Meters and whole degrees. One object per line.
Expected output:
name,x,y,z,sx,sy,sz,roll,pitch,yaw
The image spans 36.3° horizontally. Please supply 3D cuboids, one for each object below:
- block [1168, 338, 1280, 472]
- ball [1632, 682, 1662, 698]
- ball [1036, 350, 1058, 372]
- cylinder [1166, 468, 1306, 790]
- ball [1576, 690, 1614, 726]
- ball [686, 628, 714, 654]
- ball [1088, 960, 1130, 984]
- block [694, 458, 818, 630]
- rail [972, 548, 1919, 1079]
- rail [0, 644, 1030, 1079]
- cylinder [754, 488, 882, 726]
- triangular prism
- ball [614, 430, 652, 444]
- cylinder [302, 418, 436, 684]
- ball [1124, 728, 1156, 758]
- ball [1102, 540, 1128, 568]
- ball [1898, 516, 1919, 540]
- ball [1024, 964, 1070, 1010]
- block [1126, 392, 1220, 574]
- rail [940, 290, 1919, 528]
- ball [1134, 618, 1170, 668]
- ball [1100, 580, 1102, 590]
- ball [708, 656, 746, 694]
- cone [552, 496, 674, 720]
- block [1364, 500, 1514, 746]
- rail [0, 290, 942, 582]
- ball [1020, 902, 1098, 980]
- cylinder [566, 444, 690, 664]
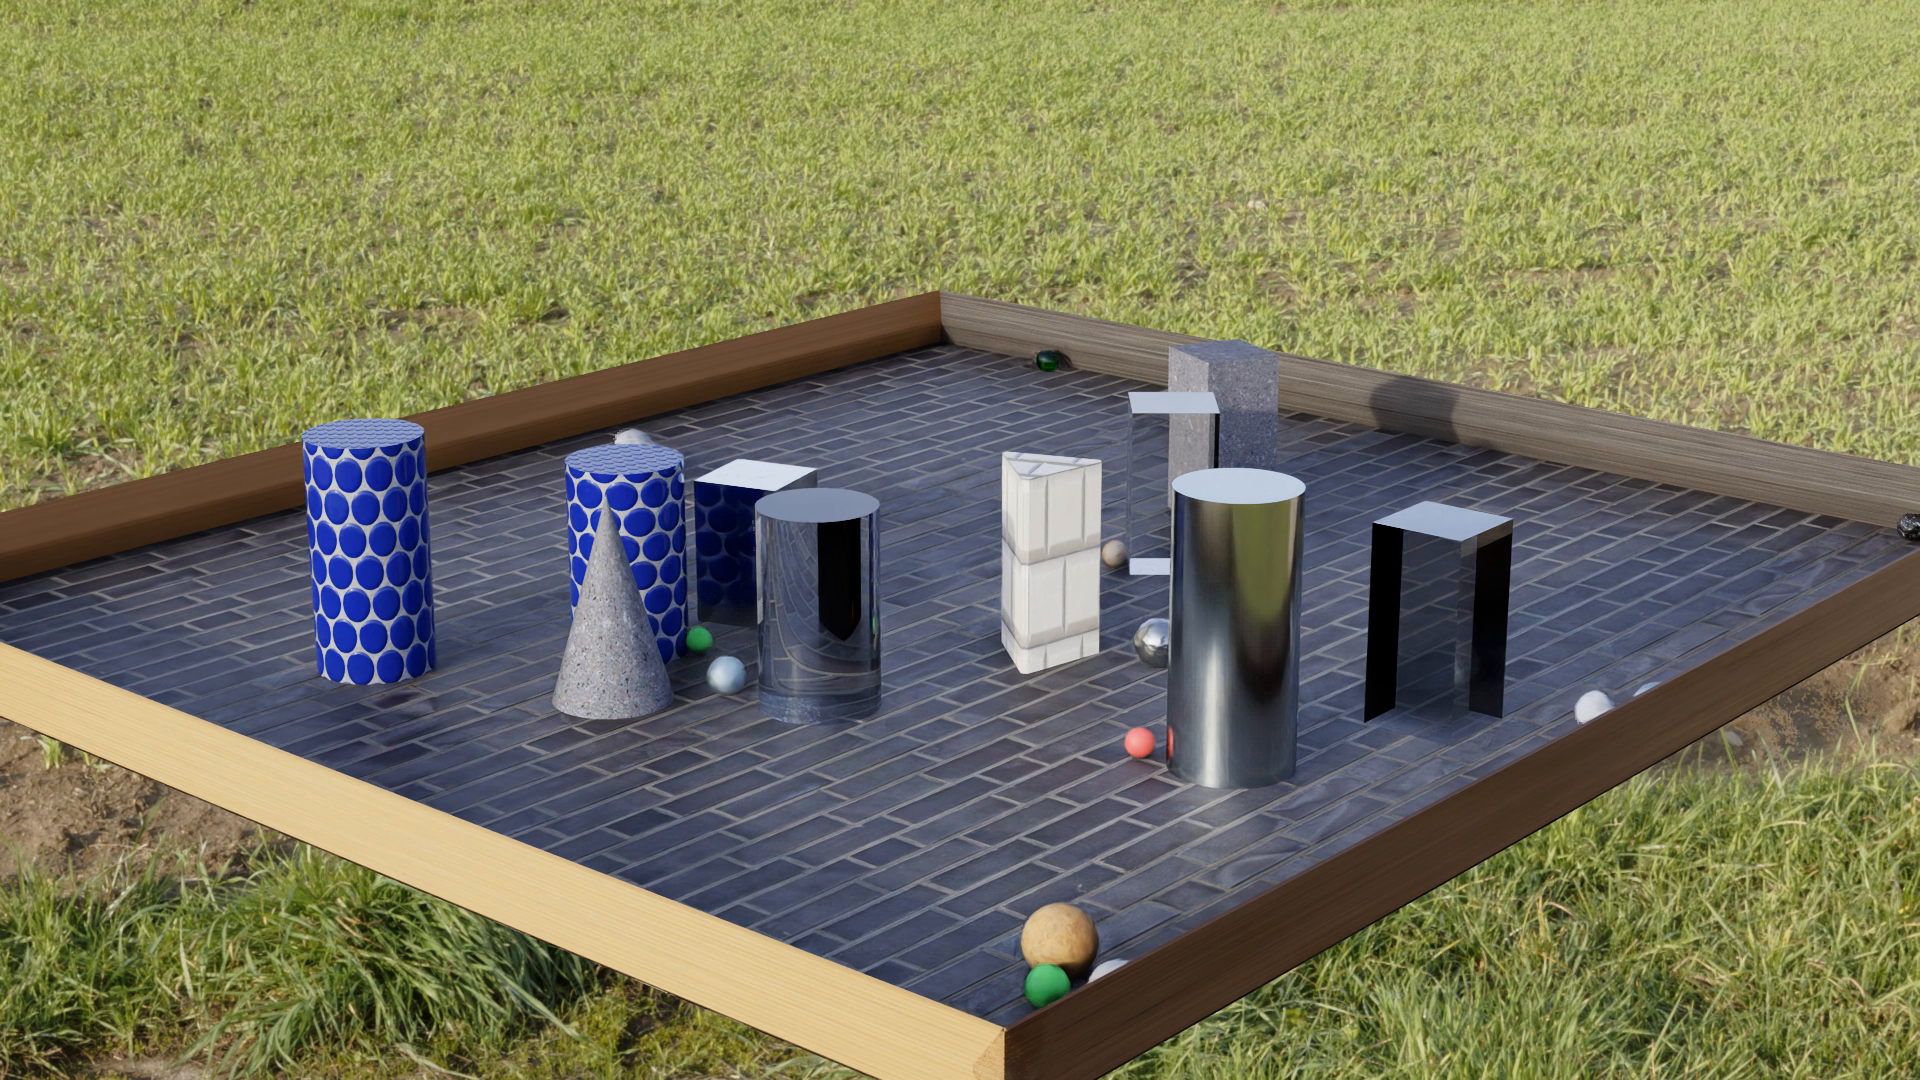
block,0.503,-0.215,5.629,0.153,0.304,0.153,-8,18,-24
ball,1.062,0.254,4.476,0.073,0.073,0.073,0,17,0
ball,0.199,-0.411,6.714,0.051,0.051,0.051,0,17,0
cylinder,0.400,0.128,4.277,0.192,0.430,0.192,0,17,0
ball,0.970,0.260,4.478,0.060,0.060,0.060,0,17,0
ball,-0.427,0.166,4.816,0.044,0.044,0.044,0,17,0
ball,0.190,0.541,3.519,0.076,0.076,0.076,0,17,0
block,-0.345,0.008,4.990,0.153,0.247,0.153,8,18,24
rail,0.981,0.278,4.305,0.045,0.125,2.900,14,22,39
rail,-0.935,0.342,4.090,2.647,0.125,0.045,14,22,39
cylinder,-0.219,0.101,4.545,0.192,0.325,0.192,0,17,0
triangular prism,0.119,0.028,4.785,0.166,0.326,0.144,-14,22,-39
ball,-0.658,-0.182,5.905,0.082,0.082,0.082,0,17,0
cylinder,-0.948,0.017,4.714,0.192,0.389,0.192,0,17,0
ball,0.268,0.302,4.364,0.045,0.045,0.045,0,17,0
ball,0.280,0.025,5.278,0.047,0.047,0.047,0,17,0
ball,1.766,-0.023,5.442,0.046,0.046,0.046,0,17,0
ball,0.106,0.542,3.552,0.056,0.056,0.056,0,17,0
block,0.380,-0.103,5.268,0.153,0.297,0.153,0,17,0
rail,0.935,-0.280,6.151,2.647,0.125,0.045,14,22,39
ball,0.323,0.166,4.753,0.081,0.081,0.081,0,17,0
ball,0.205,0.077,5.053,0.079,0.079,0.079,0,17,0
ball,-0.368,0.213,4.630,0.062,0.062,0.062,0,17,0
cone,-0.546,0.089,4.570,0.192,0.335,0.192,0,17,0
block,0.729,0.125,4.473,0.153,0.322,0.153,13,21,38
rail,-0.981,-0.215,5.936,0.045,0.125,2.900,14,22,39
ball,0.123,0.497,3.630,0.096,0.096,0.096,0,17,0
cylinder,-0.544,0.025,4.796,0.192,0.327,0.192,0,17,0
